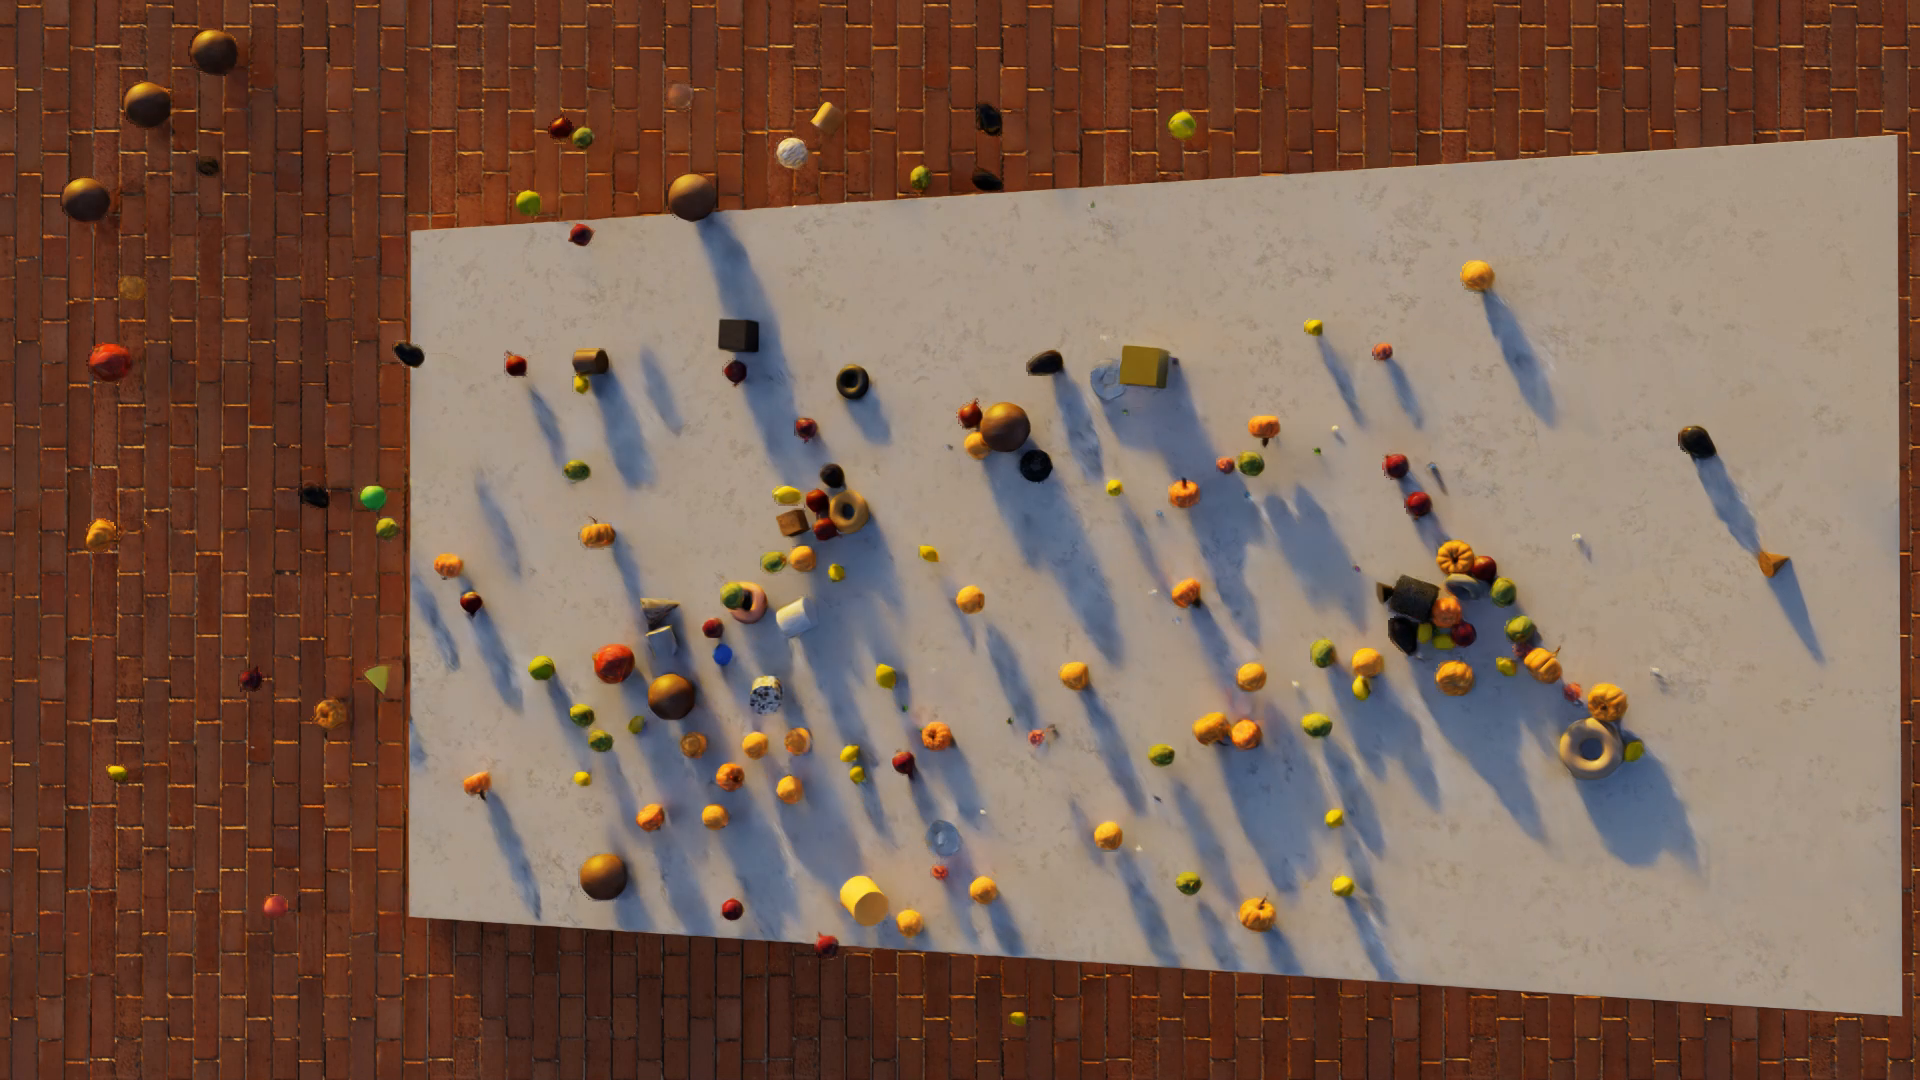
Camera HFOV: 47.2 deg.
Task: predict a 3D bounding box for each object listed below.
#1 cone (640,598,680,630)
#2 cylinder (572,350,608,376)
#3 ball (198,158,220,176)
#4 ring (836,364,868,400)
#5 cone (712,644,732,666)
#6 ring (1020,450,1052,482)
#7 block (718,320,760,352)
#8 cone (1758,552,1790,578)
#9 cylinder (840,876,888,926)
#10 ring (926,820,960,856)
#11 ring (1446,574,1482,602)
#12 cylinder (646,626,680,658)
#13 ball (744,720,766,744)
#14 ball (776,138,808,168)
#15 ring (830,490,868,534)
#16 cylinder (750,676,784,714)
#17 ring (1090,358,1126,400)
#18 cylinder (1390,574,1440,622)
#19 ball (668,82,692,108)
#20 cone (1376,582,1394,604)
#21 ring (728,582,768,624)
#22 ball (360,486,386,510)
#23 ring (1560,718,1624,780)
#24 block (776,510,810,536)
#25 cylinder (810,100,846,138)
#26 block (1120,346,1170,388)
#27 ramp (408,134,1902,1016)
[{"bbox_3d":[-0.825,0.190,6.092,0.099,0.099,0.099,-18,89,-7],"label":"cone"},{"bbox_3d":[-1.036,-0.498,6.167,0.071,0.071,0.071,0,89,21],"label":"cylinder"},{"bbox_3d":[-2.218,-1.103,6.495,0.056,0.056,0.056,0,89,0],"label":"ball"},{"bbox_3d":[-0.288,-0.423,5.903,0.094,0.031,0.094,0,90,22],"label":"ring"},{"bbox_3d":[-0.664,0.315,6.021,0.060,0.060,0.060,0,89,21],"label":"cone"},{"bbox_3d":[0.197,-0.193,5.716,0.086,0.029,0.086,0,91,21],"label":"ring"},{"bbox_3d":[-0.604,-0.557,5.998,0.081,0.081,0.081,3,91,21],"label":"block"},{"bbox_3d":[1.886,0.048,5.070,0.062,0.062,0.062,-18,89,-7],"label":"cone"},{"bbox_3d":[-0.253,0.954,5.813,0.099,0.099,0.099,-8,109,-23],"label":"cylinder"},{"bbox_3d":[-0.046,0.787,5.794,0.097,0.032,0.097,0,89,20],"label":"ring"},{"bbox_3d":[1.213,0.114,5.296,0.092,0.092,0.031,30,67,0],"label":"ring"},{"bbox_3d":[-0.818,0.281,6.057,0.070,0.070,0.070,-19,100,0],"label":"cylinder"},{"bbox_3d":[-0.557,0.522,5.969,0.061,0.061,0.061,0,89,0],"label":"ball"},{"bbox_3d":[-0.469,-1.082,6.152,0.086,0.086,0.086,0,89,0],"label":"ball"},{"bbox_3d":[-0.299,-0.075,5.898,0.116,0.039,0.116,0,90,25],"label":"ring"},{"bbox_3d":[-0.521,0.417,5.921,0.083,0.083,0.083,0,106,0],"label":"cylinder"},{"bbox_3d":[0.383,-0.413,5.645,0.106,0.035,0.106,1,92,24],"label":"ring"},{"bbox_3d":[1.103,0.141,5.333,0.091,0.091,0.091,20,89,20],"label":"cylinder"},{"bbox_3d":[-0.826,-1.315,6.489,0.075,0.075,0.075,0,89,0],"label":"ball"},{"bbox_3d":[1.054,0.126,5.388,0.053,0.053,0.053,-11,89,-9],"label":"cone"},{"bbox_3d":[-0.580,0.171,6.002,0.116,0.039,0.116,0,90,21],"label":"ring"},{"bbox_3d":[-1.714,-0.125,6.426,0.072,0.072,0.072,0,89,0],"label":"ball"},{"bbox_3d":[1.494,0.494,5.202,0.148,0.049,0.148,0,90,20],"label":"ring"},{"bbox_3d":[-0.451,-0.045,5.946,0.058,0.058,0.058,-21,82,19],"label":"block"},{"bbox_3d":[-0.385,-1.234,6.450,0.077,0.077,0.077,37,96,0],"label":"cylinder"},{"bbox_3d":[0.468,-0.439,5.580,0.096,0.096,0.096,6,92,21],"label":"block"},{"bbox_3d":[0.282,0.088,5.749,4.000,0.100,2.000,0,89,21],"label":"ramp"}]
